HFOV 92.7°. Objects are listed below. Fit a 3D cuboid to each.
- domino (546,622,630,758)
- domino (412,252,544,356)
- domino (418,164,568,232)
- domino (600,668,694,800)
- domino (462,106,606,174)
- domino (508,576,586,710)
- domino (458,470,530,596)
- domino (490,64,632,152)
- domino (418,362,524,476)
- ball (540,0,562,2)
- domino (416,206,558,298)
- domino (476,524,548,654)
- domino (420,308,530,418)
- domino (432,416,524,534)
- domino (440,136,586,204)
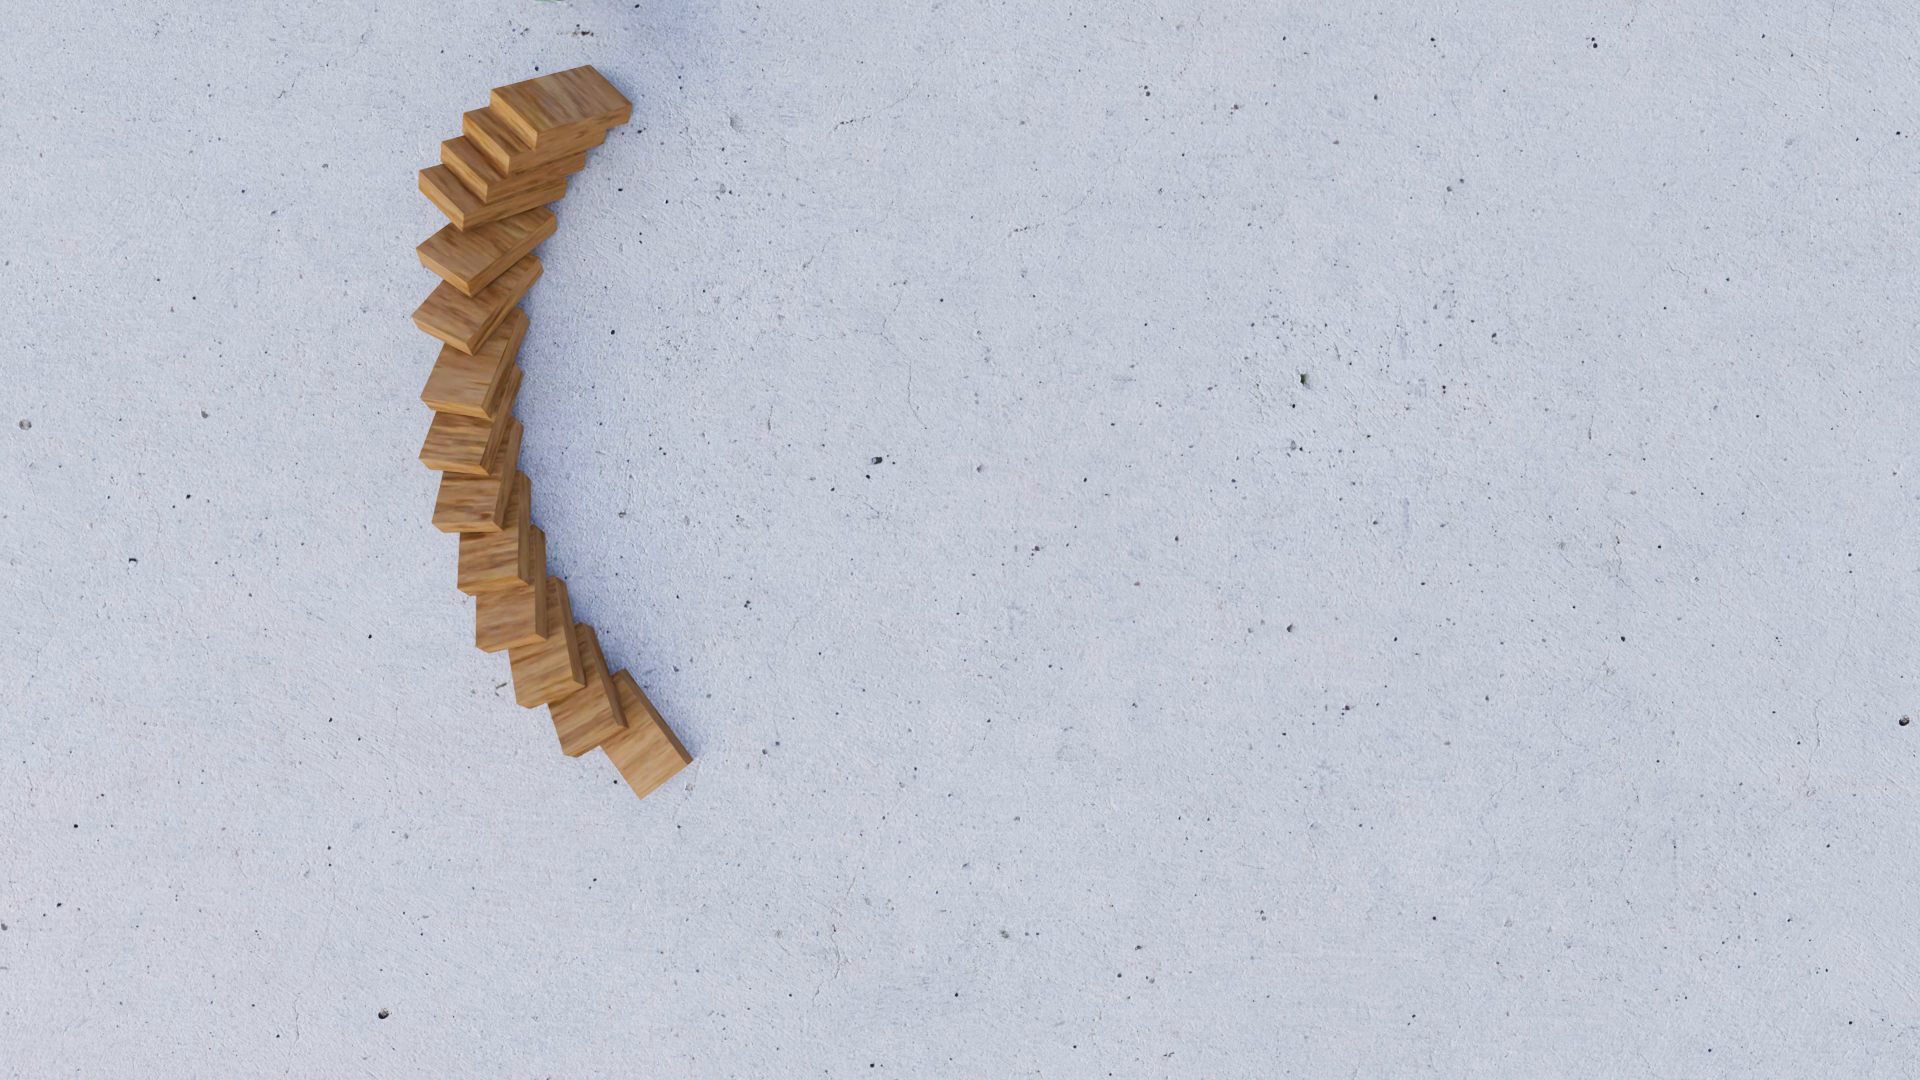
[{"bbox_3d":[-0.160,0.063,0.386,0.025,0.009,0.050,-30,67,0],"label":"domino"},{"bbox_3d":[-0.202,-0.104,0.386,0.025,0.010,0.050,26,66,0],"label":"domino"},{"bbox_3d":[-0.192,-0.147,0.380,0.025,0.009,0.050,44,48,1],"label":"domino"},{"bbox_3d":[-0.141,0.083,0.395,0.025,0.010,0.050,-37,90,0],"label":"domino"},{"bbox_3d":[-0.175,-0.170,0.380,0.025,0.010,0.050,43,48,0],"label":"domino"},{"bbox_3d":[-0.176,0.043,0.385,0.025,0.010,0.050,-22,66,0],"label":"domino"},{"bbox_3d":[-0.196,-0.003,0.386,0.025,0.009,0.050,-11,66,0],"label":"domino"},{"bbox_3d":[-0.164,-0.180,0.380,0.025,0.009,0.050,43,48,0],"label":"domino"},{"bbox_3d":[-0.205,-0.053,0.385,0.025,0.010,0.050,6,66,0],"label":"domino"},{"bbox_3d":[-0.170,-0.258,0.360,0.080,0.080,0.080,0,90,0],"label":"ball"},{"bbox_3d":[-0.197,-0.126,0.384,0.025,0.009,0.050,34,61,0],"label":"domino"},{"bbox_3d":[-0.189,0.020,0.386,0.025,0.010,0.050,-13,66,0],"label":"domino"},{"bbox_3d":[-0.203,-0.076,0.385,0.025,0.010,0.050,9,66,0],"label":"domino"},{"bbox_3d":[-0.202,-0.028,0.386,0.025,0.009,0.050,-2,66,0],"label":"domino"},{"bbox_3d":[-0.184,-0.159,0.380,0.025,0.009,0.050,43,48,0],"label":"domino"}]
